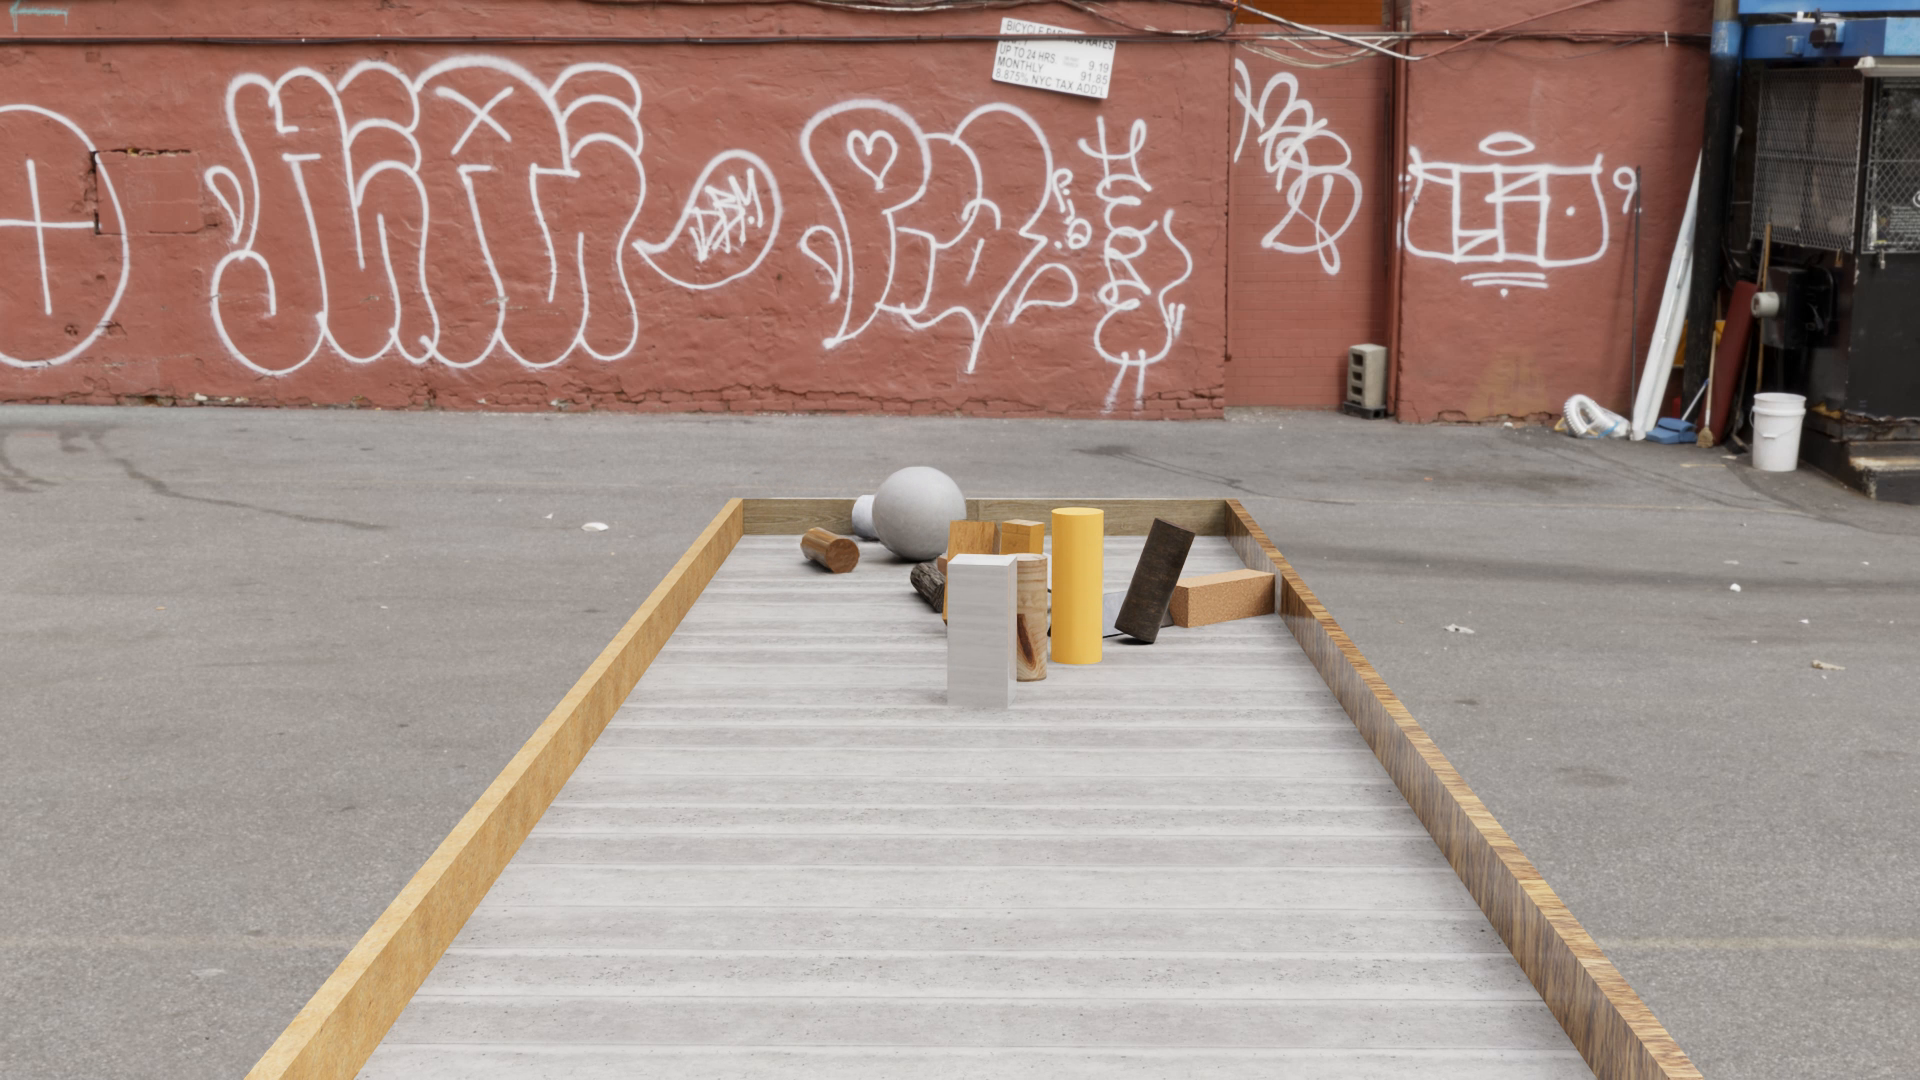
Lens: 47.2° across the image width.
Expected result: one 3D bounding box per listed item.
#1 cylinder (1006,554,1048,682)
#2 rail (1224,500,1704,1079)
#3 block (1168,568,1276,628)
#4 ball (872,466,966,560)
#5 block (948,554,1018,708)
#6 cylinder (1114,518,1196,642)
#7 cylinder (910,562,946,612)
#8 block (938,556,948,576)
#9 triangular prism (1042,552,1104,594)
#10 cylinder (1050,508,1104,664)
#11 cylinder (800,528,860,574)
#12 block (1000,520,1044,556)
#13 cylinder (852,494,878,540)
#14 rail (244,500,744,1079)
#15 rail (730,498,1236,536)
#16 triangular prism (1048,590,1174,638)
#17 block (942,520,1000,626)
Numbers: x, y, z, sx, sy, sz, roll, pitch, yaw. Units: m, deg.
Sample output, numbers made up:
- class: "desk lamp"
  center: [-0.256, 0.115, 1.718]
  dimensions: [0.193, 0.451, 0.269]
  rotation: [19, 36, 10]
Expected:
- class: "cylinder"
  center: [0.190, 0.226, 6.438]
  dimensions: [0.131, 0.358, 0.131]
  rotation: [0, 9, 0]
- class: "rail"
  center: [1.046, 0.843, 3.208]
  dimensions: [0.050, 0.150, 12.000]
  rotation: [0, 9, 1]
- class: "block"
  center: [0.863, 0.193, 7.360]
  dimensions: [0.412, 0.134, 0.134]
  rotation: [-7, 12, -39]
- class: "ball"
  center: [-0.160, -0.102, 8.485]
  dimensions: [0.367, 0.367, 0.367]
  rotation: [0, 9, 0]
- class: "block"
  center: [0.063, 0.252, 6.140]
  dimensions: [0.169, 0.400, 0.169]
  rotation: [2, 9, 10]
- class: "cylinder"
  center: [0.616, 0.126, 6.950]
  dimensions: [0.138, 0.371, 0.138]
  rotation: [20, 6, -2]
- class: "cylinder"
  center: [-0.086, 0.164, 7.641]
  dimensions: [0.105, 0.105, 0.418]
  rotation: [-2, 9, -11]
- class: "block"
  center: [0.047, 0.136, 7.762]
  dimensions: [0.122, 0.122, 0.307]
  rotation: [-5, 10, -29]
- class: "triangular prism"
  center: [0.295, 0.108, 7.436]
  dimensions: [0.457, 0.116, 0.134]
  rotation: [19, -3, -35]
- class: "cylinder"
  center: [0.356, 0.138, 6.680]
  dimensions: [0.157, 0.456, 0.157]
  rotation: [0, 9, 0]
- class: "cylinder"
  center: [-0.495, 0.038, 8.346]
  dimensions: [0.132, 0.132, 0.300]
  rotation: [-4, 10, -22]
- class: "block"
  center: [0.191, 0.126, 7.011]
  dimensions: [0.102, 0.368, 0.102]
  rotation: [8, 10, 28]
- class: "cylinder"
  center: [-0.252, -0.083, 8.961]
  dimensions: [0.338, 0.179, 0.179]
  rotation: [6, 11, 32]
- class: "rail"
  center: [-1.004, 0.839, 3.234]
  dimensions: [0.050, 0.150, 12.000]
  rotation: [0, 9, 1]
- class: "rail"
  center: [0.099, -0.098, 9.147]
  dimensions: [2.100, 0.150, 0.050]
  rotation: [0, 9, 1]
- class: "triangular prism"
  center: [0.492, 0.232, 7.134]
  dimensions: [0.433, 0.123, 0.142]
  rotation: [-7, 12, -39]
- class: "block"
  center: [0.039, 0.119, 7.110]
  dimensions: [0.145, 0.330, 0.145]
  rotation: [2, -17, 10]
